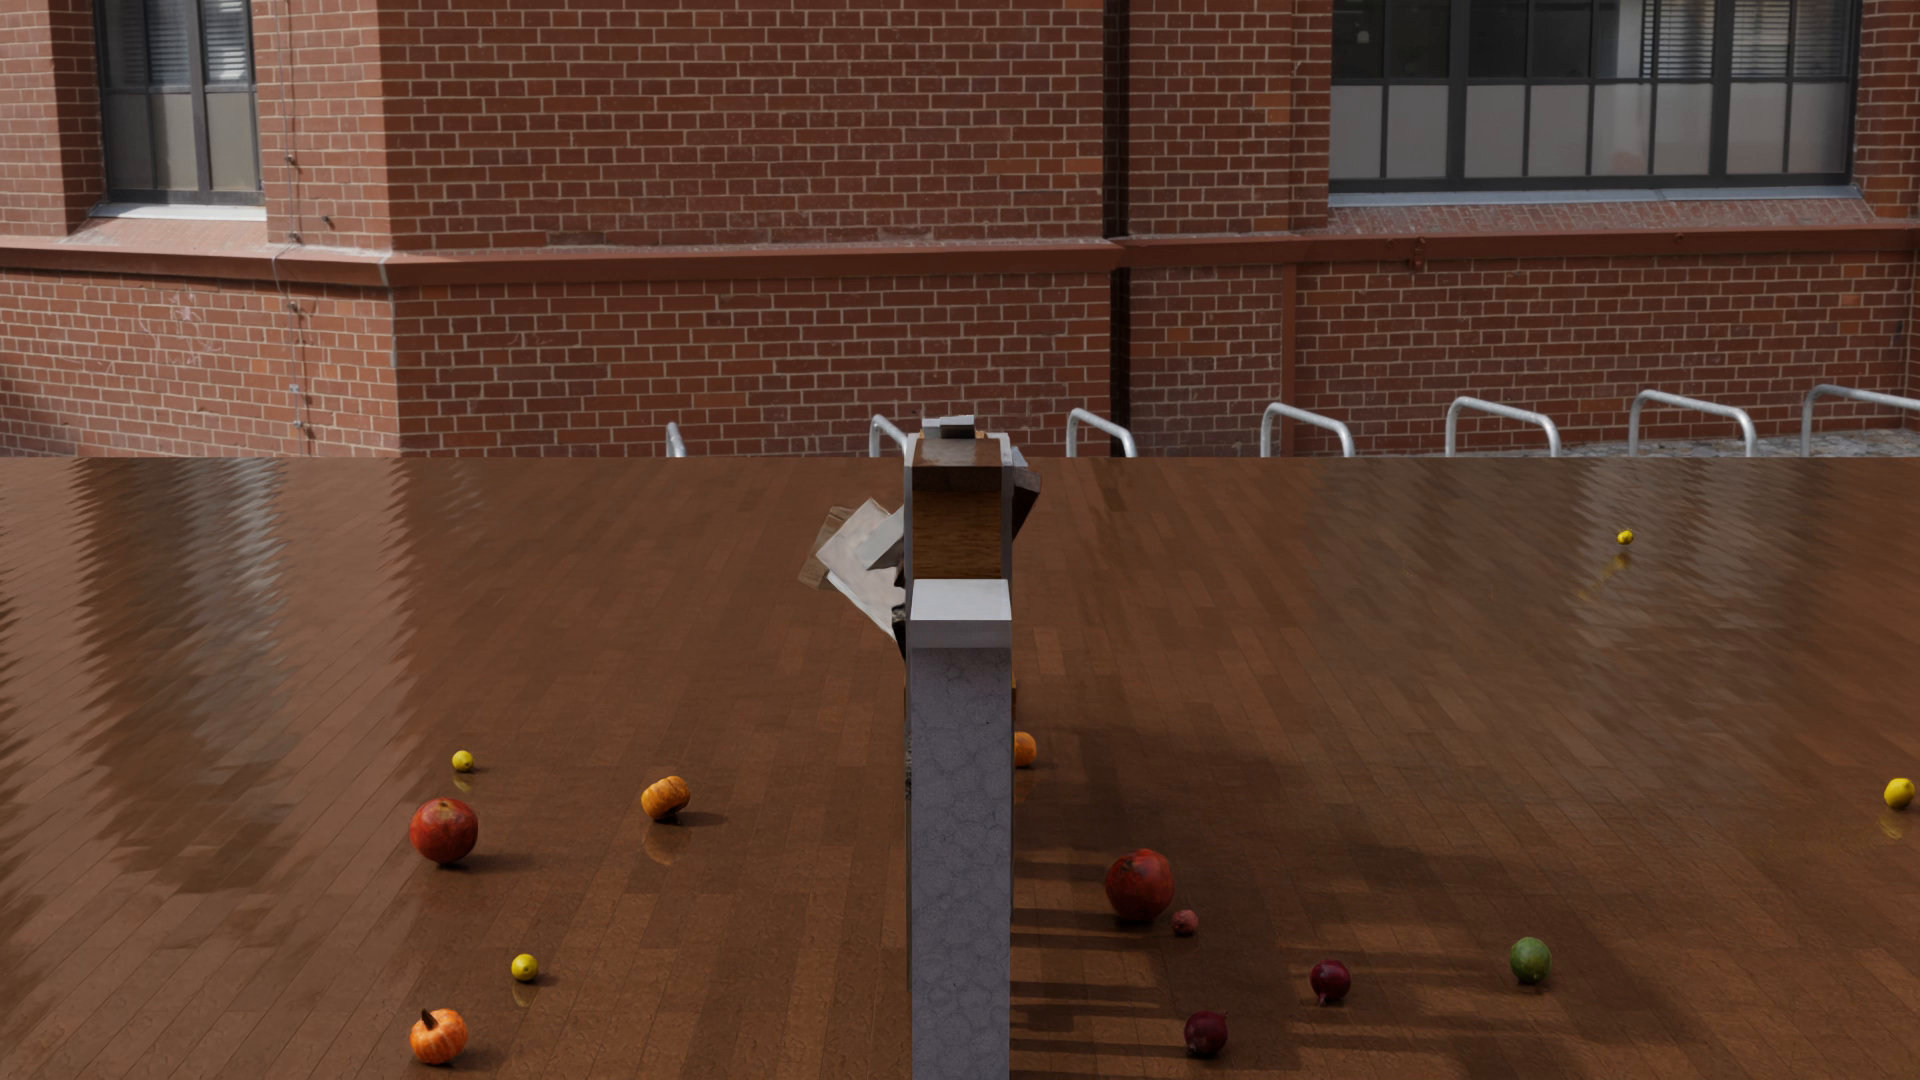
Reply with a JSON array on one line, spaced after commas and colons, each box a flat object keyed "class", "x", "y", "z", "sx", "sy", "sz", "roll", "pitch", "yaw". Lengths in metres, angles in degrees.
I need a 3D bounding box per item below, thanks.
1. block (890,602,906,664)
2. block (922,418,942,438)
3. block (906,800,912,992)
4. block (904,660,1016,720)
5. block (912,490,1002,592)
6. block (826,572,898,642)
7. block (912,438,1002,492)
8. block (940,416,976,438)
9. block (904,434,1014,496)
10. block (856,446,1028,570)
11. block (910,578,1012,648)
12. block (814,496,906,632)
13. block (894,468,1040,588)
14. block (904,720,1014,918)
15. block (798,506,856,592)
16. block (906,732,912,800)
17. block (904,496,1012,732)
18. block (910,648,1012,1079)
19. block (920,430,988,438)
[{"class": "block", "x": -0.016, "y": 0.220, "z": 3.891, "sx": 0.148, "sy": 0.297, "sz": 0.042, "roll": -9, "pitch": 43, "yaw": 8}, {"class": "block", "x": -0.027, "y": -0.156, "z": 3.294, "sx": 0.050, "sy": 0.014, "sz": 0.100, "roll": 1, "pitch": -22, "yaw": 6}, {"class": "block", "x": -0.003, "y": 0.515, "z": 3.243, "sx": 0.151, "sy": 0.302, "sz": 0.043, "roll": 0, "pitch": 11, "yaw": 0}, {"class": "block", "x": -0.001, "y": 0.223, "z": 3.584, "sx": 0.174, "sy": 0.049, "sz": 0.348, "roll": 0, "pitch": 11, "yaw": 0}, {"class": "block", "x": -0.004, "y": 0.130, "z": 3.104, "sx": 0.123, "sy": 0.421, "sz": 0.035, "roll": 0, "pitch": 14, "yaw": 0}, {"class": "block", "x": -0.113, "y": 0.083, "z": 4.091, "sx": 0.045, "sy": 0.159, "sz": 0.319, "roll": 24, "pitch": 10, "yaw": -44}, {"class": "block", "x": -0.003, "y": -0.109, "z": 3.130, "sx": 0.123, "sy": 0.035, "sz": 0.246, "roll": 0, "pitch": 11, "yaw": 0}, {"class": "block", "x": -0.002, "y": -0.156, "z": 3.251, "sx": 0.050, "sy": 0.014, "sz": 0.100, "roll": -1, "pitch": -22, "yaw": 3}, {"class": "block", "x": -0.002, "y": -0.118, "z": 3.390, "sx": 0.162, "sy": 0.046, "sz": 0.323, "roll": 0, "pitch": 11, "yaw": 0}, {"class": "block", "x": -0.033, "y": -0.054, "z": 3.815, "sx": 0.152, "sy": 0.043, "sz": 0.304, "roll": -7, "pitch": -28, "yaw": -49}, {"class": "block", "x": 0.001, "y": 0.096, "z": 2.934, "sx": 0.130, "sy": 0.037, "sz": 0.259, "roll": 0, "pitch": 11, "yaw": 0}, {"class": "block", "x": -0.124, "y": 0.060, "z": 4.018, "sx": 0.043, "sy": 0.152, "sz": 0.334, "roll": 45, "pitch": -2, "yaw": -43}, {"class": "block", "x": 0.010, "y": -0.015, "z": 3.727, "sx": 0.152, "sy": 0.304, "sz": 0.043, "roll": 16, "pitch": 44, "yaw": -11}, {"class": "block", "x": -0.001, "y": 0.437, "z": 3.531, "sx": 0.174, "sy": 0.348, "sz": 0.049, "roll": 0, "pitch": 17, "yaw": 0}, {"class": "block", "x": -0.222, "y": 0.021, "z": 4.399, "sx": 0.045, "sy": 0.159, "sz": 0.319, "roll": 27, "pitch": 5, "yaw": 14}, {"class": "block", "x": -0.003, "y": 0.327, "z": 3.313, "sx": 0.151, "sy": 0.043, "sz": 0.302, "roll": 0, "pitch": 11, "yaw": 0}, {"class": "block", "x": -0.002, "y": 0.107, "z": 3.343, "sx": 0.162, "sy": 0.376, "sz": 0.046, "roll": 0, "pitch": 14, "yaw": 0}, {"class": "block", "x": 0.001, "y": 0.426, "z": 2.907, "sx": 0.130, "sy": 0.601, "sz": 0.037, "roll": 0, "pitch": 11, "yaw": 0}, {"class": "block", "x": -0.007, "y": -0.151, "z": 3.346, "sx": 0.100, "sy": 0.014, "sz": 0.050, "roll": 3, "pitch": -19, "yaw": 12}]
